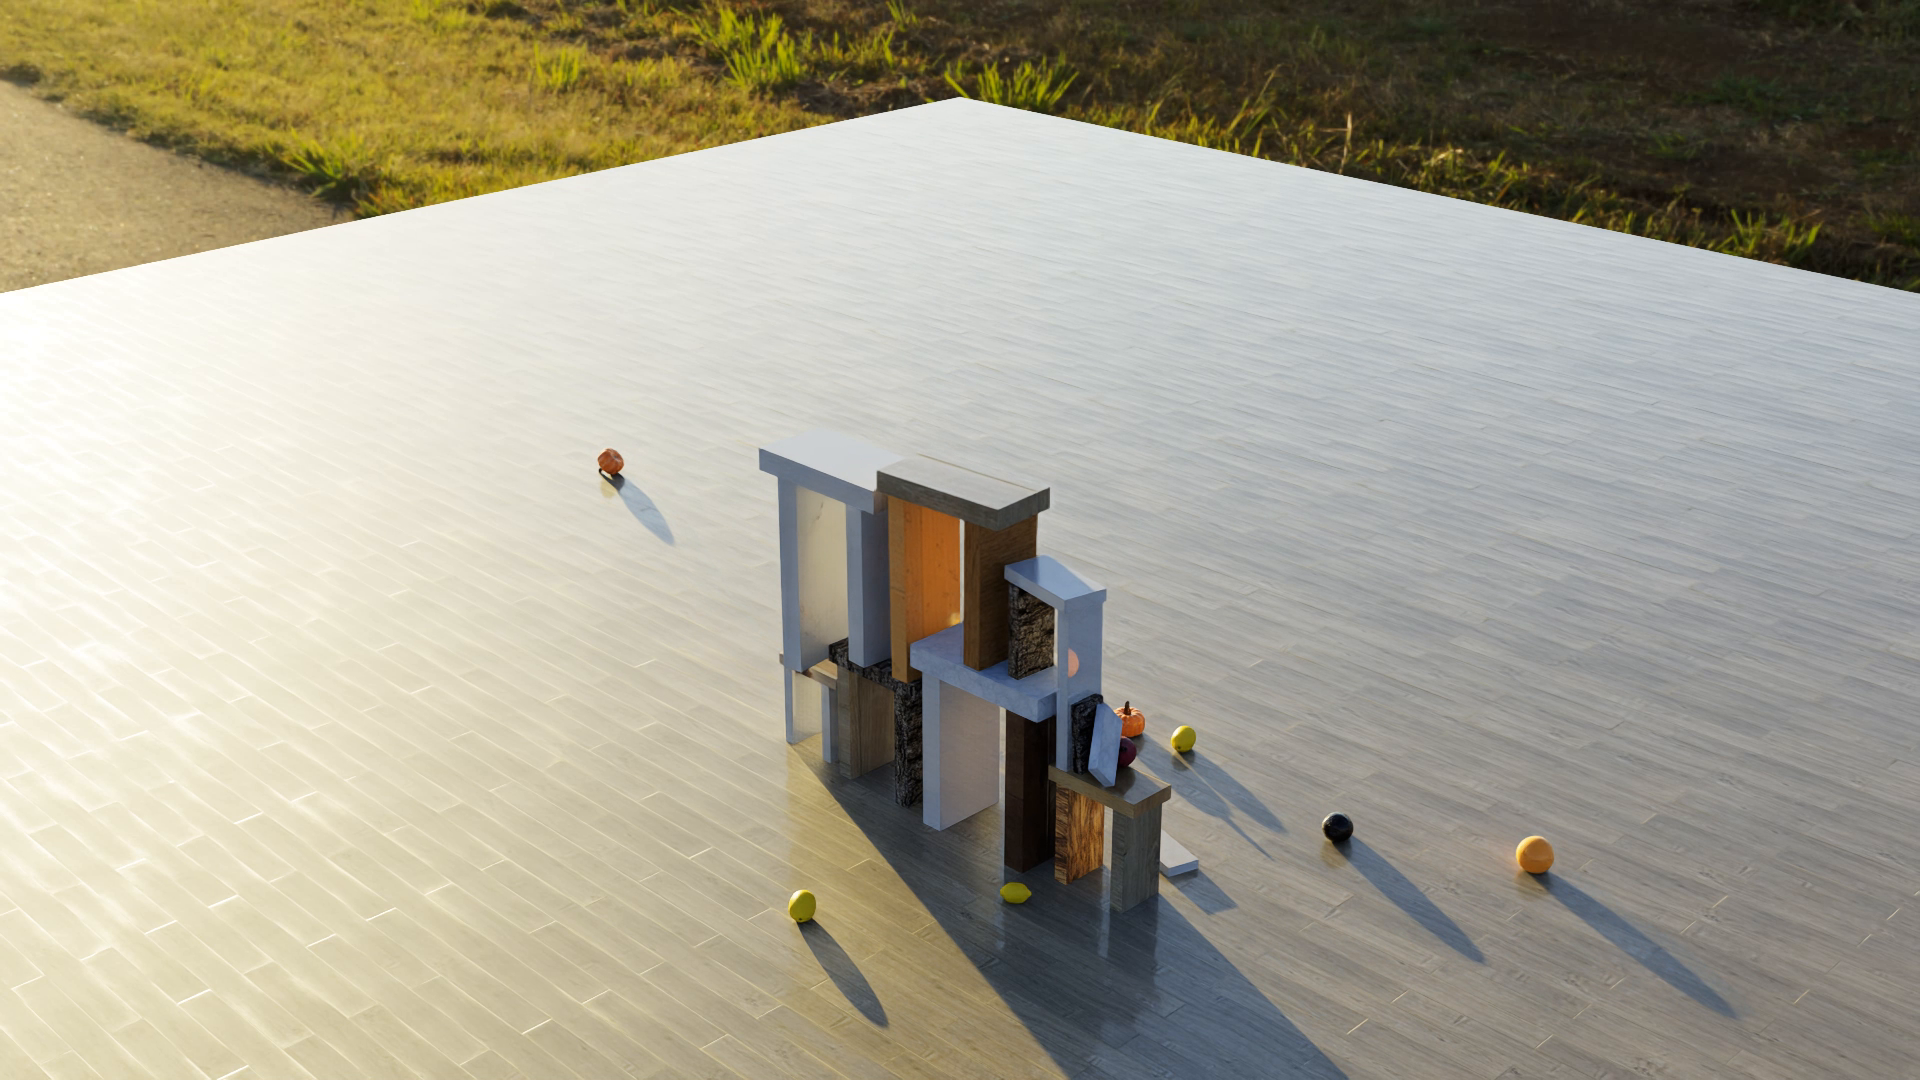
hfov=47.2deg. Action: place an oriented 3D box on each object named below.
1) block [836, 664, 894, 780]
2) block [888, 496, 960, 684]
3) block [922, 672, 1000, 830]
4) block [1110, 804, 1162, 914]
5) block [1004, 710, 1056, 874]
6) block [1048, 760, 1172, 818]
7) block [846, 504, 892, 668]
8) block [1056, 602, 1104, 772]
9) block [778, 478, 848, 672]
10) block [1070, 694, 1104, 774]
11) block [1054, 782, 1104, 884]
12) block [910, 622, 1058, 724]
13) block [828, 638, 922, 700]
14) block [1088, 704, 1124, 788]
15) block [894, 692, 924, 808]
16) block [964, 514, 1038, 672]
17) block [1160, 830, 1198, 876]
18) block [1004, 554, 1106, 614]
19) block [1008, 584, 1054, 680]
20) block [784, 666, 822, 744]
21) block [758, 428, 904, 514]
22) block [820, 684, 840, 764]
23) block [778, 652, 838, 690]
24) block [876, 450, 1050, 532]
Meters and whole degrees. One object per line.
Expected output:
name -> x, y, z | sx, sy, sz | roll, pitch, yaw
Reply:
block -> -0.194, 0.360, 4.586 | 0.036, 0.255, 0.127 | 21, 31, 41
block -> -0.069, 0.073, 4.333 | 0.043, 0.400, 0.152 | 20, 30, 40
block -> 0.003, 0.395, 4.395 | 0.170, 0.339, 0.048 | -21, 31, -41
block -> 0.330, 0.583, 4.116 | 0.030, 0.212, 0.106 | 21, 31, 41
block -> 0.163, 0.458, 4.248 | 0.048, 0.339, 0.170 | 21, 31, 41
block -> 0.279, 0.452, 4.115 | 0.211, 0.030, 0.106 | 21, 31, 41
block -> -0.145, 0.071, 4.413 | 0.171, 0.341, 0.048 | -19, 29, -37
block -> 0.222, 0.263, 4.093 | 0.027, 0.335, 0.094 | 20, 30, 40
block -> -0.299, 0.048, 4.578 | 0.048, 0.427, 0.171 | 16, 28, 34
block -> 0.240, 0.363, 4.110 | 0.020, 0.138, 0.069 | 16, 27, 42
block -> 0.230, 0.544, 4.208 | 0.030, 0.211, 0.106 | 21, 31, 41
block -> 0.083, 0.248, 4.245 | 0.339, 0.048, 0.170 | 21, 31, 40
block -> -0.135, 0.250, 4.474 | 0.255, 0.036, 0.127 | 21, 31, 41
block -> 0.270, 0.380, 4.076 | 0.020, 0.069, 0.138 | -11, 51, 30
block -> -0.074, 0.407, 4.476 | 0.036, 0.255, 0.127 | 21, 31, 41
block -> 0.077, 0.084, 4.182 | 0.152, 0.303, 0.043 | -21, 31, -40
block -> 0.399, 0.610, 4.299 | 0.069, 0.020, 0.138 | -12, 26, -26
block -> 0.175, 0.080, 4.061 | 0.094, 0.027, 0.189 | -15, 27, -31
block -> 0.135, 0.161, 4.147 | 0.094, 0.189, 0.027 | -19, 30, -38
block -> -0.334, 0.341, 4.727 | 0.025, 0.179, 0.090 | 22, 31, 40
block -> -0.228, -0.142, 4.415 | 0.341, 0.048, 0.171 | 21, 31, 41
block -> -0.250, 0.374, 4.650 | 0.090, 0.179, 0.025 | -21, 31, -41
block -> -0.290, 0.264, 4.648 | 0.090, 0.025, 0.179 | -21, 31, -41
block -> 0.004, -0.097, 4.164 | 0.303, 0.043, 0.152 | 19, 29, 37
